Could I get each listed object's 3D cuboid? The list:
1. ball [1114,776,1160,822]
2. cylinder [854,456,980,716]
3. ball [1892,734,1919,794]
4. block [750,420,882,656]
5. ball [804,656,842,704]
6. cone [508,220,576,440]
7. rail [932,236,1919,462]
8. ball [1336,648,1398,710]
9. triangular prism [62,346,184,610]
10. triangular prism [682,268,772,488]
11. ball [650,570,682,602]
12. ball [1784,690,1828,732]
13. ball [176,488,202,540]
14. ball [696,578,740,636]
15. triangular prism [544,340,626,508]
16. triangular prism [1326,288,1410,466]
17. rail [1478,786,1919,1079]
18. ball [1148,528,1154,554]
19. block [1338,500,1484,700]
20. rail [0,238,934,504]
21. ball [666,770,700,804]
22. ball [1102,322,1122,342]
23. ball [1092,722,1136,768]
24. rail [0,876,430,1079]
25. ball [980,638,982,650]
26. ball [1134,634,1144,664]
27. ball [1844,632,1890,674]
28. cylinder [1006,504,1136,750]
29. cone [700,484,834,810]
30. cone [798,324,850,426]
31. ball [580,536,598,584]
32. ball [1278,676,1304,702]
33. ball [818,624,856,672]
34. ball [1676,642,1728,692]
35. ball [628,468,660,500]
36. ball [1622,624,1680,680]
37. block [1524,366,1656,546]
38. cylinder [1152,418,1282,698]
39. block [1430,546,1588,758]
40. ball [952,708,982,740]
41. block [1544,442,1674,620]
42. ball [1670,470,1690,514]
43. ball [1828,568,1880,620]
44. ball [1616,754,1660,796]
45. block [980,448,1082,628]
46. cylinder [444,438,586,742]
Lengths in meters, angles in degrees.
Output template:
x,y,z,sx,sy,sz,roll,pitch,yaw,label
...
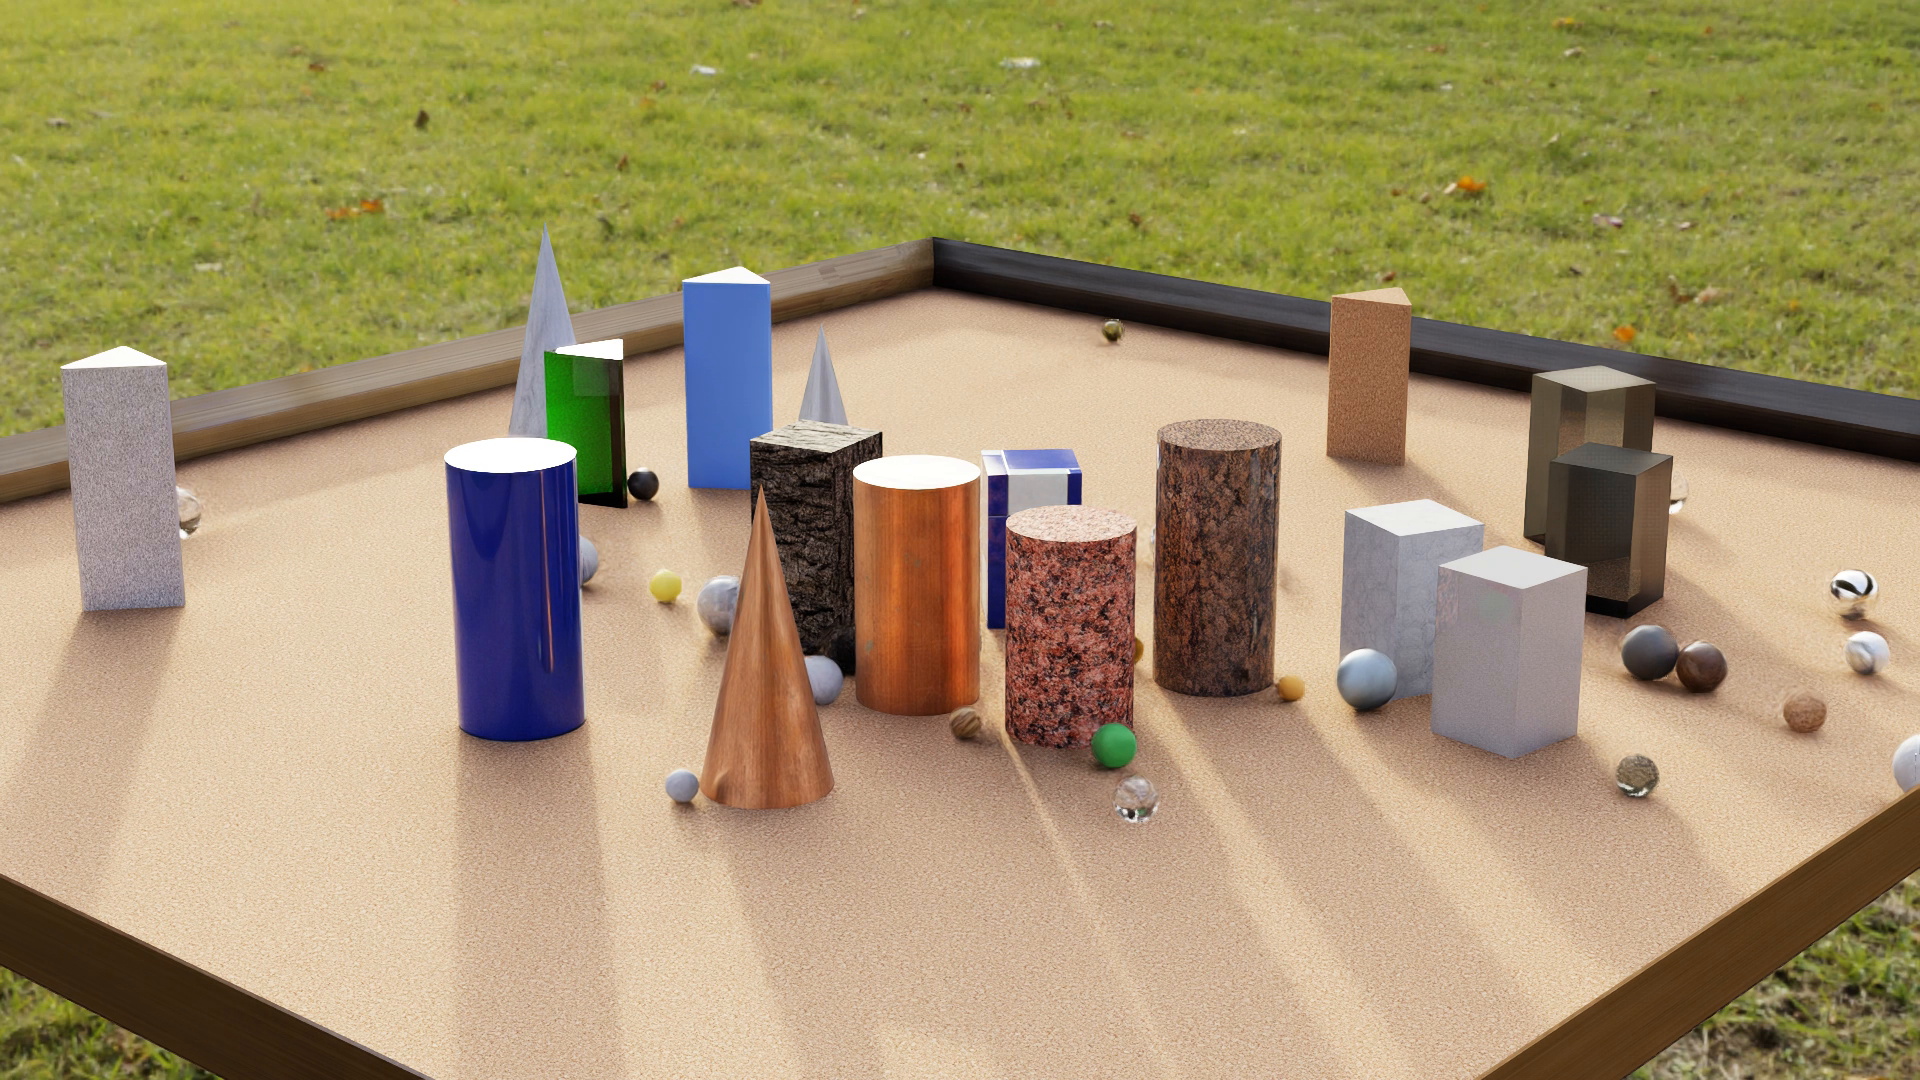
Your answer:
x,y,z,sx,sy,sz,roll,pitch,yaw,label
0.249,0.365,4.130,0.065,0.065,0.065,0,17,0,ball
-0.067,0.070,4.586,0.197,0.366,0.197,0,17,0,cylinder
1.387,0.326,4.200,0.097,0.097,0.097,0,17,0,ball
-0.235,-0.002,4.847,0.157,0.352,0.157,9,19,29,block
-0.223,0.219,4.590,0.077,0.077,0.077,0,17,0,ball
-0.850,-0.431,6.072,0.197,0.467,0.197,0,17,0,cone
1.257,-0.386,6.506,3.559,0.128,0.045,14,22,39,rail
0.634,0.217,4.565,0.095,0.095,0.095,0,17,0,ball
-1.438,-0.109,5.071,0.170,0.428,0.147,-3,17,-9,triangular prism
-0.445,-0.322,5.800,0.170,0.414,0.147,2,17,6,triangular prism
-0.511,0.080,5.087,0.056,0.056,0.056,0,17,0,ball
1.290,0.260,4.476,0.065,0.065,0.065,0,17,0,ball
-1.457,-0.048,5.439,0.098,0.098,0.098,0,17,0,ball
-0.393,0.111,4.915,0.097,0.097,0.097,0,17,0,ball
-0.693,-0.231,5.707,0.170,0.295,0.147,7,18,22,triangular prism
0.863,-0.340,6.003,0.170,0.333,0.147,10,19,29,triangular prism
1.326,0.364,4.018,0.045,0.128,3.881,14,22,39,rail
0.377,0.002,5.323,0.069,0.069,0.069,0,17,0,ball
0.718,0.093,4.677,0.157,0.269,0.157,-8,18,-24,block
-1.326,-0.300,6.222,0.045,0.128,3.881,14,22,39,rail
-0.397,0.353,4.198,0.048,0.048,0.048,0,17,0,ball
0.365,-0.499,7.020,0.050,0.050,0.050,0,17,0,ball
0.227,0.303,4.333,0.066,0.066,0.066,0,17,0,ball
-1.257,0.450,3.734,3.559,0.128,0.045,14,22,39,rail
0.010,0.169,4.798,0.052,0.052,0.052,0,17,0,ball
0.270,0.178,4.763,0.057,0.057,0.057,0,17,0,ball
1.461,0.182,4.726,0.069,0.069,0.069,0,17,0,ball
0.167,0.130,4.454,0.197,0.326,0.197,0,17,0,cylinder
-0.281,0.137,4.206,0.197,0.456,0.197,0,17,0,cone
-0.257,-0.216,5.491,0.197,0.390,0.197,0,17,0,cone
-0.684,0.036,5.174,0.091,0.091,0.091,0,17,0,ball
0.520,0.233,4.606,0.041,0.041,0.041,0,17,0,ball
-0.190,0.175,4.736,0.078,0.078,0.078,0,17,0,ball
1.175,0.201,4.646,0.081,0.081,0.081,0,17,0,ball
-0.615,-0.108,5.700,0.064,0.064,0.064,0,17,0,ball
1.106,0.180,4.697,0.090,0.090,0.090,0,17,0,ball
1.156,-0.145,5.392,0.157,0.312,0.157,-8,19,-26,block
0.407,0.027,4.662,0.197,0.403,0.197,0,17,0,cylinder
0.830,0.167,4.437,0.157,0.265,0.157,-15,22,-40,block
0.010,0.278,4.446,0.048,0.048,0.048,0,17,0,ball
1.119,-0.018,5.069,0.157,0.255,0.157,12,20,34,block
1.348,-0.093,5.603,0.089,0.089,0.089,0,17,0,ball
1.524,0.092,4.996,0.086,0.086,0.086,0,17,0,ball
0.976,0.339,4.221,0.061,0.061,0.061,0,17,0,ball
0.120,-0.003,4.995,0.157,0.270,0.157,-1,17,-4,block
-0.675,0.075,4.467,0.197,0.424,0.197,0,17,0,cylinder
